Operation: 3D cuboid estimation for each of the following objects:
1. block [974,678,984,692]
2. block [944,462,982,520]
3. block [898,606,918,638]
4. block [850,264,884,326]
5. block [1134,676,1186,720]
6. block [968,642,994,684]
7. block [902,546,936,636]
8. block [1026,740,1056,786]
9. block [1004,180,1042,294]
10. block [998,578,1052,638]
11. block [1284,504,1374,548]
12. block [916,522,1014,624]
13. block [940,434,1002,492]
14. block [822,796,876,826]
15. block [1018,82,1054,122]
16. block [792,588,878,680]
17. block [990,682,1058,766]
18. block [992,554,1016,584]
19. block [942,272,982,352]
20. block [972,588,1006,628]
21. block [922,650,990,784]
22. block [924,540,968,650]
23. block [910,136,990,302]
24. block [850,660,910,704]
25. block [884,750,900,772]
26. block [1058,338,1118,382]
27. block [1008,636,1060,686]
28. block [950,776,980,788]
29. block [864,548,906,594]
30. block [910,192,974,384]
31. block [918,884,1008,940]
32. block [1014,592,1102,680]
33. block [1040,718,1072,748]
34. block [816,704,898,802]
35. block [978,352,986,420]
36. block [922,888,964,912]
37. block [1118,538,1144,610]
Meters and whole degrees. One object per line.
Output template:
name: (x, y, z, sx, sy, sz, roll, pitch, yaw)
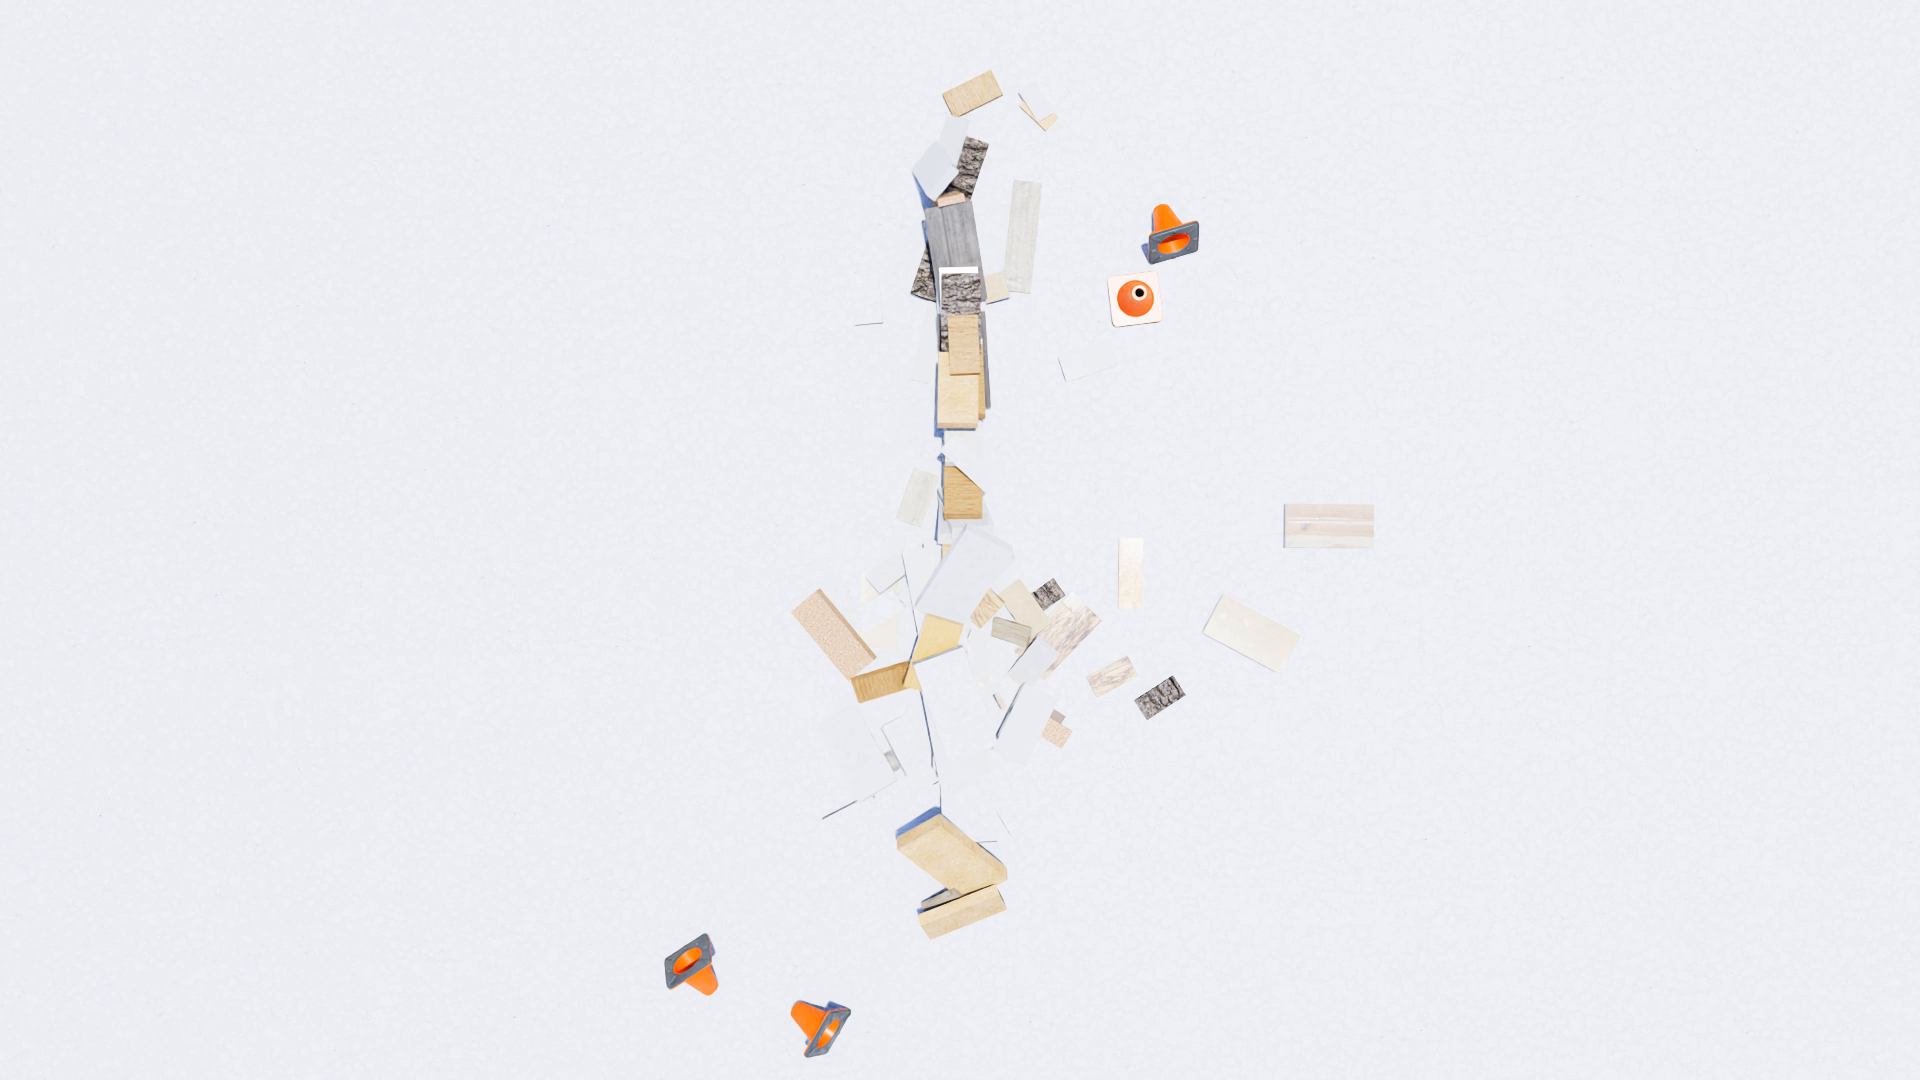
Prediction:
block: (0.019, 0.463, 5.329, 0.114, 0.016, 0.057, 34, 87, 3)
block: (0.009, -0.180, 5.296, 0.121, 0.034, 0.241, 0, 60, -1)
block: (-0.131, 0.226, 5.486, 0.098, 0.028, 0.195, 20, 90, 0)
block: (-0.312, -0.814, 5.486, 0.096, 0.027, 0.192, -5, 90, 0)
block: (0.665, 0.525, 5.489, 0.155, 0.022, 0.077, -33, 90, 0)
block: (0.019, 0.452, 5.389, 0.117, 0.033, 0.234, 16, 88, 5)
block: (-0.104, 0.222, 5.348, 0.091, 0.026, 0.389, -12, 86, 3)
block: (0.257, 0.735, 5.489, 0.077, 0.022, 0.155, -23, 90, 0)
block: (0.207, -1.009, 5.486, 0.096, 0.027, 0.366, 6, 90, 0)
block: (0.215, 0.228, 5.462, 0.091, 0.026, 0.182, -36, 80, 2)
block: (1.225, -0.047, 5.479, 0.290, 0.041, 0.145, 0, 90, 0)
block: (0.012, 0.118, 5.233, 0.167, 0.047, 0.334, 27, 116, -13)
block: (0.034, -0.243, 5.247, 0.202, 0.020, 0.072, 43, 94, -6)
block: (-0.369, 0.889, 5.464, 0.186, 0.071, 0.020, -27, 90, 0)
block: (0.253, -1.454, 5.474, 0.062, 0.017, 0.123, -32, 90, 0)
block: (-0.418, 0.313, 5.461, 0.123, 0.035, 0.298, -40, 90, 22)
block: (0.212, 0.607, 5.429, 0.123, 0.035, 0.247, 28, 82, -7)
block: (0.051, 0.105, 5.273, 0.123, 0.035, 0.247, 35, 115, -18)
block: (0.003, -0.730, 5.300, 0.127, 0.036, 0.254, 0, 91, -1)
block: (0.015, 0.160, 5.446, 0.261, 0.033, 0.117, 44, 102, -3)
block: (-0.021, 0.567, 5.275, 0.167, 0.047, 0.401, -11, 98, -2)
block: (-0.045, 0.207, 5.375, 0.123, 0.035, 0.410, -3, 86, 4)
block: (-0.034, -1.065, 5.470, 0.090, 0.026, 0.552, 19, 90, 0)
block: (-0.248, 0.470, 5.467, 0.212, 0.026, 0.091, -17, 118, 0)
block: (-0.239, 0.743, 5.490, 0.142, 0.020, 0.071, -32, 90, 0)
block: (0.425, -0.596, 5.487, 0.181, 0.026, 0.090, -19, 90, 0)
block: (0.242, 0.409, 5.436, 0.091, 0.026, 0.183, 39, 124, 3)
block: (0.005, 0.701, 5.349, 0.098, 0.028, 0.195, -7, 81, -1)
block: (-0.229, 0.104, 5.457, 0.158, 0.022, 0.079, -37, 72, -16)
block: (-0.055, -0.869, 5.491, 0.062, 0.017, 0.701, 13, 90, 0)
block: (0.009, 1.227, 5.432, 0.275, 0.138, 0.039, -22, 55, 0)
block: (0.326, 0.318, 5.480, 0.138, 0.039, 0.275, 44, 90, 0)
block: (0.296, 0.628, 5.471, 0.138, 0.020, 0.069, 31, 90, 0)
block: (-0.340, 0.704, 5.443, 0.145, 0.041, 0.290, -31, 75, 0)
block: (0.014, -0.508, 5.301, 0.127, 0.036, 0.254, -2, 67, -1)
block: (-0.052, 1.197, 5.446, 0.138, 0.020, 0.069, -30, 125, 24)
block: (0.568, 0.112, 5.489, 0.079, 0.022, 0.235, 1, 90, 0)
